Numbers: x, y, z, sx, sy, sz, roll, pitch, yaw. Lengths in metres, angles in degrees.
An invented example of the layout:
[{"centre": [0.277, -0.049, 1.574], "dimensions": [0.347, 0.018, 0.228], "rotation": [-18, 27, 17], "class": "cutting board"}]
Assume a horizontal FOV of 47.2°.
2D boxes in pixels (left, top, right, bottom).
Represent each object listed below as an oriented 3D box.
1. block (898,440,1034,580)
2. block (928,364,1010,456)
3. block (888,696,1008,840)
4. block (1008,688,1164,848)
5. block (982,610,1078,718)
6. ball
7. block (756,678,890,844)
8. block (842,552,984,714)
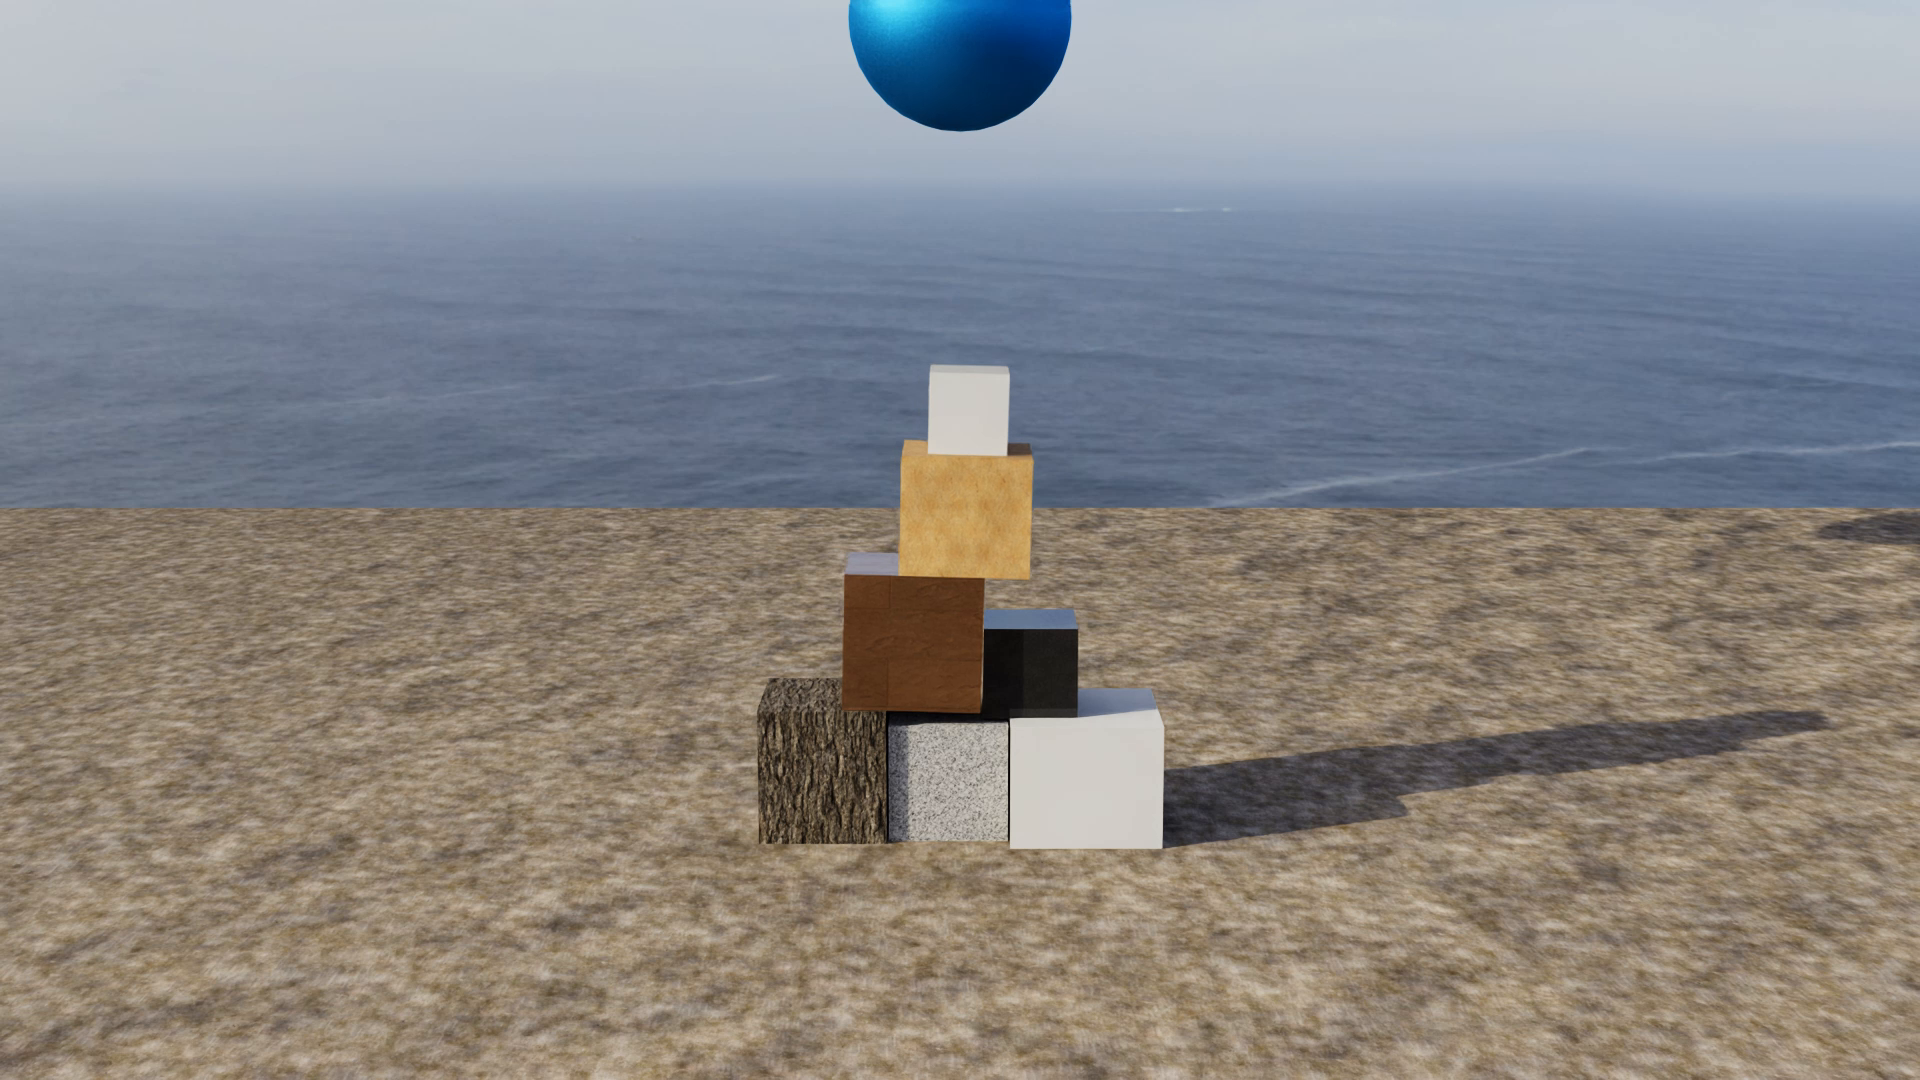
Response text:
[{"centre": [0.028, -0.161, 11.135], "dimensions": [0.648, 0.596, 0.613], "rotation": [2, 10, 0], "class": "block"}, {"centre": [0.042, -0.656, 11.061], "dimensions": [0.394, 0.405, 0.398], "rotation": [2, 10, 0], "class": "block"}, {"centre": [-0.059, 1.178, 11.394], "dimensions": [0.603, 0.605, 0.581], "rotation": [0, 10, 0], "class": "block"}, {"centre": [0.634, 1.170, 11.374], "dimensions": [0.763, 0.628, 0.790], "rotation": [0, 10, 0], "class": "block"}, {"centre": [0.354, 0.631, 11.300], "dimensions": [0.479, 0.459, 0.471], "rotation": [0, 10, 0], "class": "block"}, {"centre": [0.000, -3.734, 15.741], "dimensions": [1.600, 1.600, 1.600], "rotation": [0, 10, 0], "class": "ball"}, {"centre": [-0.693, 1.135, 11.401], "dimensions": [0.646, 0.688, 0.704], "rotation": [0, 10, 0], "class": "block"}, {"centre": [-0.235, 0.466, 11.246], "dimensions": [0.695, 0.691, 0.599], "rotation": [2, 10, 0], "class": "block"}]
